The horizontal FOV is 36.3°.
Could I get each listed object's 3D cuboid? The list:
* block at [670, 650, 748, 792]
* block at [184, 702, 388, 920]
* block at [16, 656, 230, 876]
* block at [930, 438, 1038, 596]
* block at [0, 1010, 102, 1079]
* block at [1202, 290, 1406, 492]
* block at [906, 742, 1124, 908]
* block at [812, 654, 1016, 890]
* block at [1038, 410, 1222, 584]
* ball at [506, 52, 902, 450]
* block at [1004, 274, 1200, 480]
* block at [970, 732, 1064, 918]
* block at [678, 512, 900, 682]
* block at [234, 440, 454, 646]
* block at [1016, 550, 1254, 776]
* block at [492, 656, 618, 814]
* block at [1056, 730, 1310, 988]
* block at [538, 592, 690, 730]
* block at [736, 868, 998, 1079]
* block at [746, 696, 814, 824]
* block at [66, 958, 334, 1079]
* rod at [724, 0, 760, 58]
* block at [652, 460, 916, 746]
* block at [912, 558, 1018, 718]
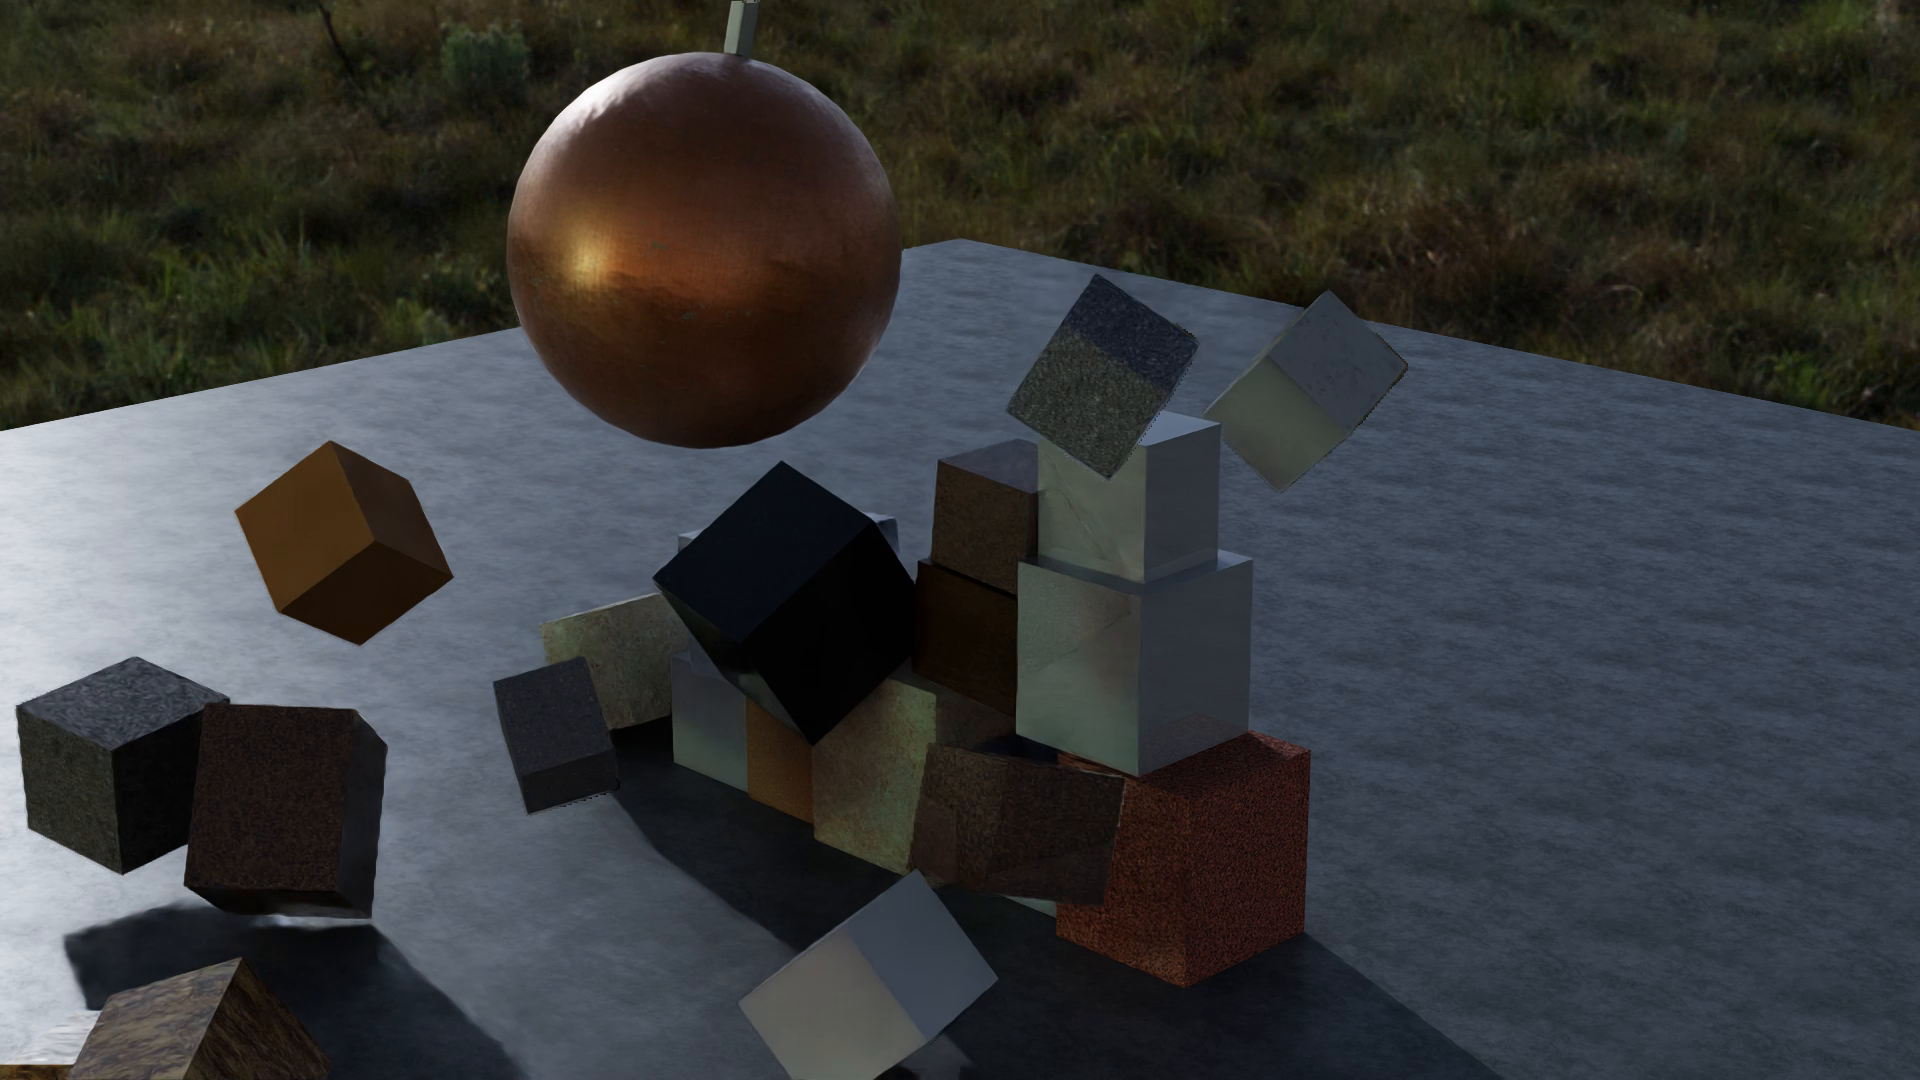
[{"bbox_3d":[-1.034,0.854,14.674,0.550,0.571,0.606,-17,24,-42],"label":"block"},{"bbox_3d":[-2.909,1.185,12.718,0.640,0.782,0.757,2,-16,1],"label":"block"},{"bbox_3d":[-3.782,1.016,13.341,0.653,0.630,0.668,18,29,32],"label":"block"},{"bbox_3d":[0.268,-0.106,12.959,0.551,0.474,0.533,21,26,39],"label":"block"},{"bbox_3d":[-3.104,2.062,10.766,0.534,0.506,0.531,-3,12,16],"label":"block"},{"bbox_3d":[1.455,-0.629,12.422,0.514,0.467,0.561,-46,1,-36],"label":"block"},{"bbox_3d":[0.216,1.115,11.486,0.570,0.509,0.542,12,-3,-35],"label":"block"},{"bbox_3d":[-0.084,0.955,13.734,0.823,0.943,0.893,17,24,42],"label":"block"},{"bbox_3d":[0.720,-0.215,12.524,0.596,0.597,0.493,16,23,41],"label":"block"},{"bbox_3d":[-1.035,-1.168,11.890,1.600,1.600,1.600,0,17,0],"label":"ball"},{"bbox_3d":[0.544,-0.624,11.182,0.480,0.467,0.442,34,36,0],"label":"block"},{"bbox_3d":[0.475,1.262,13.265,0.593,0.639,0.680,-17,24,-42],"label":"block"},{"bbox_3d":[-0.810,0.270,14.264,0.798,0.694,0.707,-15,16,-39],"label":"block"},{"bbox_3d":[-2.774,0.021,13.228,0.561,0.573,0.623,-35,-27,11],"label":"block"},{"bbox_3d":[0.753,0.465,12.685,0.703,0.797,0.730,16,24,42],"label":"block"},{"bbox_3d":[-1.535,0.742,11.136,0.355,0.390,0.444,-16,-21,-12],"label":"block"},{"bbox_3d":[0.966,1.317,12.729,0.800,0.855,0.741,-17,24,-42],"label":"block"},{"bbox_3d":[-1.658,0.612,15.081,0.660,0.603,0.627,-16,2,-41],"label":"block"},{"bbox_3d":[-0.356,1.748,11.360,0.657,0.535,0.568,-39,-4,34],"label":"block"},{"bbox_3d":[-0.594,0.960,14.263,0.653,0.616,0.602,-17,24,-42],"label":"block"},{"bbox_3d":[-2.667,1.921,10.155,0.609,0.552,0.623,-18,32,24],"label":"block"},{"bbox_3d":[-0.448,-4.490,11.461,0.080,5.200,0.080,17,10,42],"label":"rod"},{"bbox_3d":[-0.738,0.280,13.263,0.807,0.728,0.766,-43,41,-13],"label":"block"},{"bbox_3d":[0.240,0.368,13.147,0.638,0.539,0.617,22,27,40],"label":"block"}]
